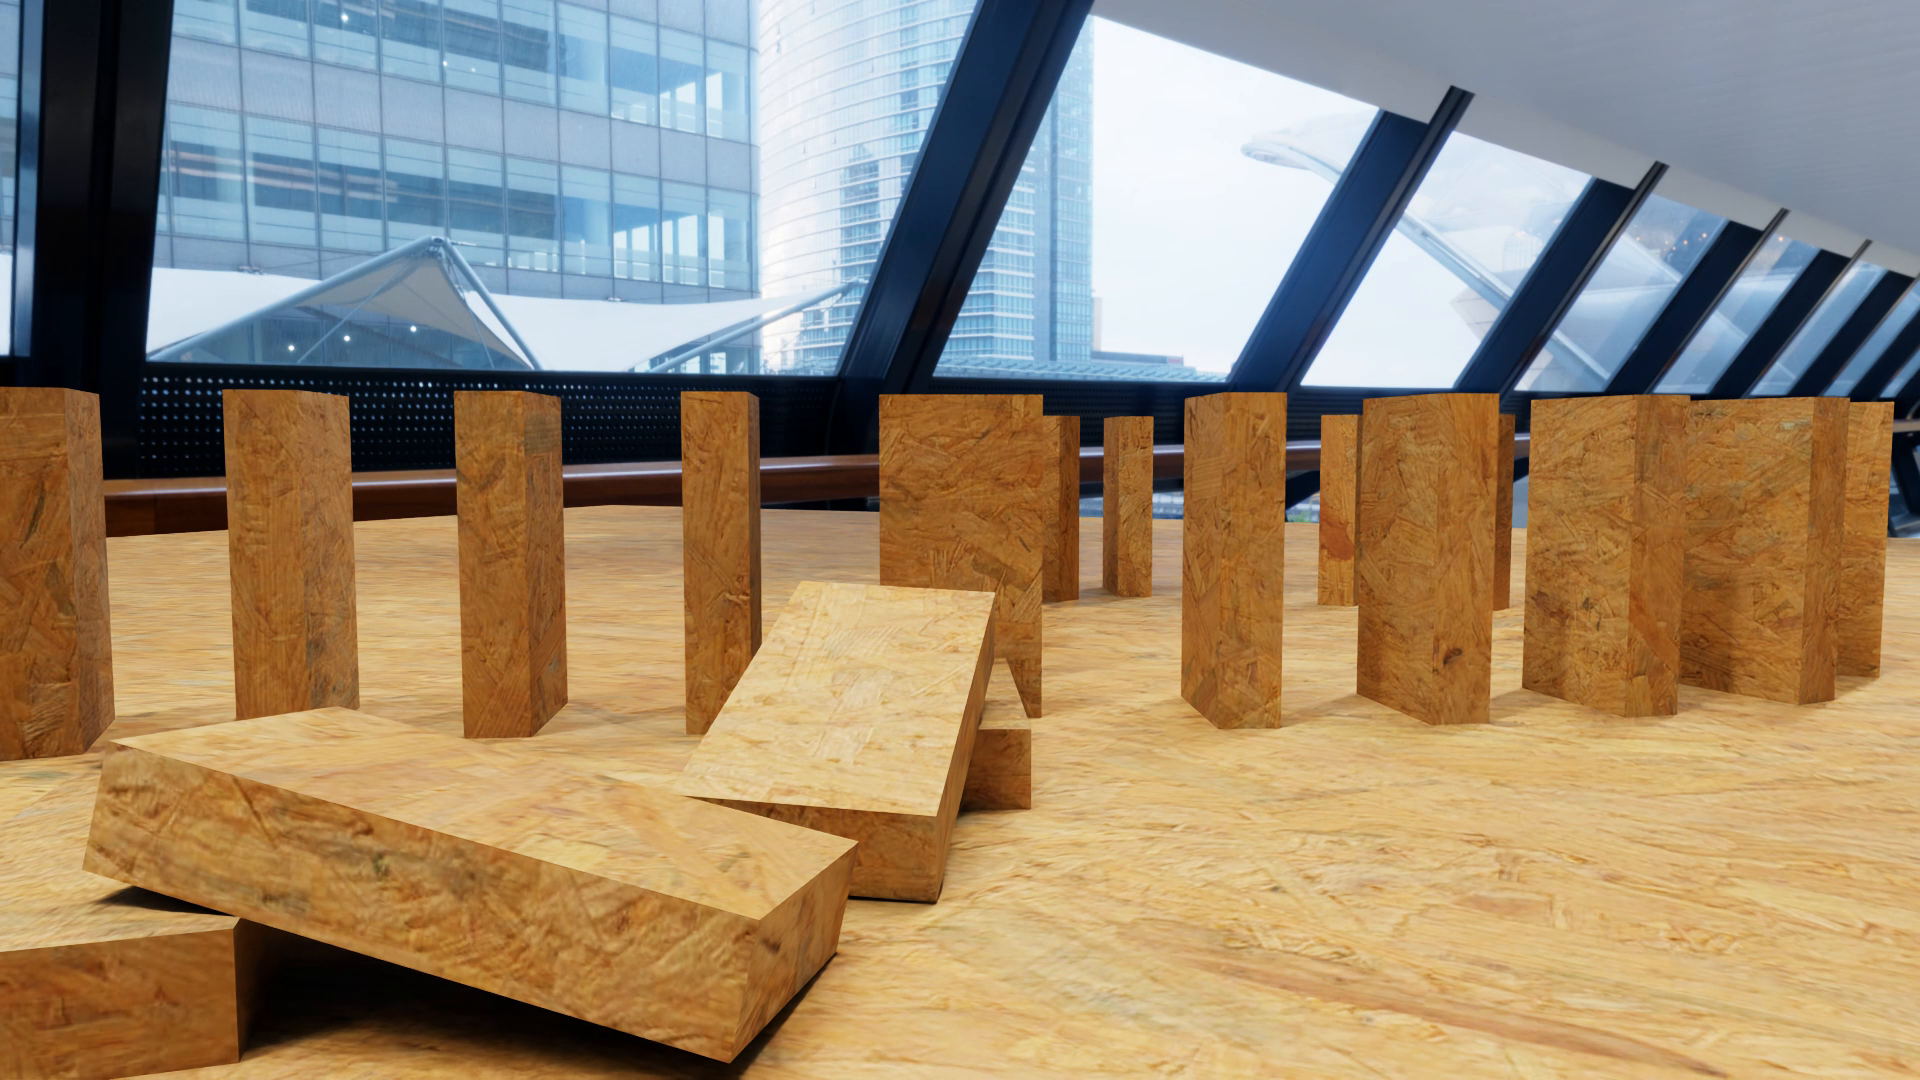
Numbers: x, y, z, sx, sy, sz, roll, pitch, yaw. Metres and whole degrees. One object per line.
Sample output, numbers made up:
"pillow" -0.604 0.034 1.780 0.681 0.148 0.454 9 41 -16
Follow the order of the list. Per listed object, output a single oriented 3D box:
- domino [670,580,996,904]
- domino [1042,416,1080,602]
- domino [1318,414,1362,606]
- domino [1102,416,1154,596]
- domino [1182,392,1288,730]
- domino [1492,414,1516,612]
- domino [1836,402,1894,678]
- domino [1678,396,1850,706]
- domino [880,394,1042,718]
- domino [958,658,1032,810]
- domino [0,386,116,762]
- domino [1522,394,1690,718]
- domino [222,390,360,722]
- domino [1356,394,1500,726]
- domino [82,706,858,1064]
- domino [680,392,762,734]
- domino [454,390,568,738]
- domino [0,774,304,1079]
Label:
"domino" -0.011 0.019 0.142 0.025 0.010 0.050 3 22 7
"domino" 0.020 -0.009 0.355 0.025 0.050 0.009 4 6 40
"domino" 0.106 -0.008 0.346 0.010 0.050 0.025 3 5 36
"domino" 0.048 -0.010 0.368 0.009 0.050 0.025 0 4 -3
"domino" 0.043 0.002 0.202 0.009 0.050 0.025 0 4 -3
"domino" 0.130 -0.007 0.326 0.025 0.050 0.009 -4 6 -44
"domino" 0.158 -0.001 0.242 0.025 0.050 0.009 2 5 27
"domino" 0.136 0.001 0.220 0.010 0.050 0.025 -2 5 -25
"domino" 0.000 0.002 0.202 0.025 0.050 0.009 0 4 -1
"domino" -0.005 0.025 0.174 0.025 0.009 0.050 0 4 -1
"domino" -0.130 0.004 0.183 0.009 0.050 0.025 -2 5 -25
"domino" 0.105 0.002 0.211 0.009 0.050 0.025 -1 4 -12
"domino" -0.100 0.003 0.192 0.010 0.050 0.025 -1 4 -10
"domino" 0.074 0.002 0.205 0.009 0.050 0.025 -1 4 -8
"domino" -0.036 0.024 0.100 0.050 0.010 0.025 12 1 10
"domino" -0.036 0.003 0.199 0.010 0.050 0.025 0 4 -5
"domino" -0.068 0.003 0.196 0.009 0.050 0.025 0 4 -5
"domino" -0.069 0.030 0.108 0.025 0.009 0.050 -1 4 -17
